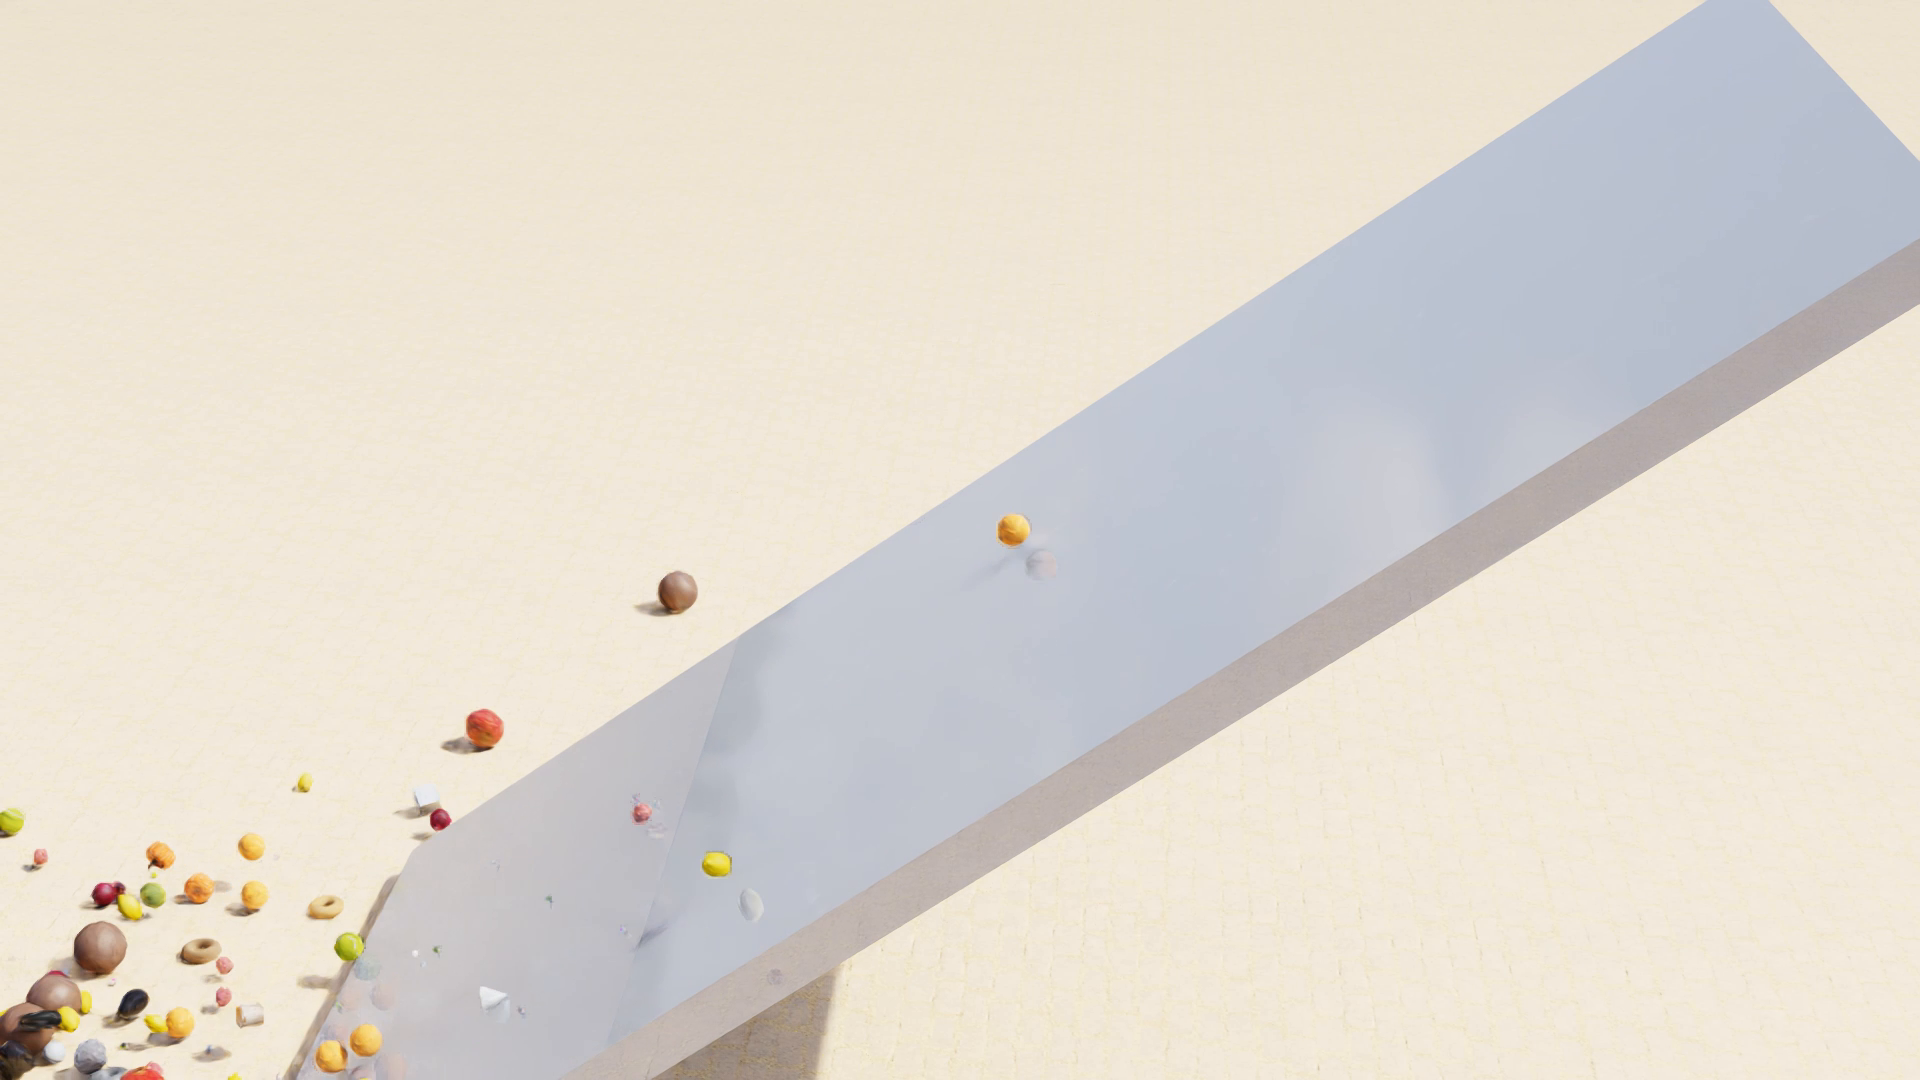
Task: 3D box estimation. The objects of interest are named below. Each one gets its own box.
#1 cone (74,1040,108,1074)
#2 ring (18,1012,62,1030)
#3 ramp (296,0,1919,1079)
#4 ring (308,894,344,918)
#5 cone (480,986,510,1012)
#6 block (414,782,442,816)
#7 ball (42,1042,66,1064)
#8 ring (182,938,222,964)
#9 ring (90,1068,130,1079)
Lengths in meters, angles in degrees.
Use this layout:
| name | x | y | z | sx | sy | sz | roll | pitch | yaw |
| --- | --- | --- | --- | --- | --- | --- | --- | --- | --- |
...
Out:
| name | x | y | z | sx | sy | sz | roll | pitch | yaw |
| --- | --- | --- | --- | --- | --- | --- | --- | --- | --- |
| cone | -2.004 | 1.209 | 6.843 | 0.083 | 0.083 | 0.083 | -20 | 16 | -41 |
| ring | -2.146 | 1.121 | 6.859 | 0.098 | 0.033 | 0.098 | -8 | -15 | -2 |
| ramp | 0.133 | 0.176 | 6.311 | 4.000 | 0.100 | 2.000 | -33 | 16 | 16 |
| ring | -1.640 | 0.949 | 7.609 | 0.094 | 0.031 | 0.094 | -2 | 22 | 1 |
| cone | -0.983 | 0.971 | 6.246 | 0.057 | 0.057 | 0.057 | -10 | 22 | 0 |
| block | -1.469 | 0.715 | 8.116 | 0.058 | 0.058 | 0.058 | -17 | 62 | -18 |
| ball | -2.134 | 1.208 | 6.932 | 0.053 | 0.053 | 0.053 | 0 | 22 | 0 |
| ring | -1.908 | 1.033 | 7.397 | 0.098 | 0.033 | 0.098 | -1 | 21 | 0 |
| ring | -1.977 | 1.252 | 6.840 | 0.094 | 0.031 | 0.094 | -4 | 11 | 1 |
